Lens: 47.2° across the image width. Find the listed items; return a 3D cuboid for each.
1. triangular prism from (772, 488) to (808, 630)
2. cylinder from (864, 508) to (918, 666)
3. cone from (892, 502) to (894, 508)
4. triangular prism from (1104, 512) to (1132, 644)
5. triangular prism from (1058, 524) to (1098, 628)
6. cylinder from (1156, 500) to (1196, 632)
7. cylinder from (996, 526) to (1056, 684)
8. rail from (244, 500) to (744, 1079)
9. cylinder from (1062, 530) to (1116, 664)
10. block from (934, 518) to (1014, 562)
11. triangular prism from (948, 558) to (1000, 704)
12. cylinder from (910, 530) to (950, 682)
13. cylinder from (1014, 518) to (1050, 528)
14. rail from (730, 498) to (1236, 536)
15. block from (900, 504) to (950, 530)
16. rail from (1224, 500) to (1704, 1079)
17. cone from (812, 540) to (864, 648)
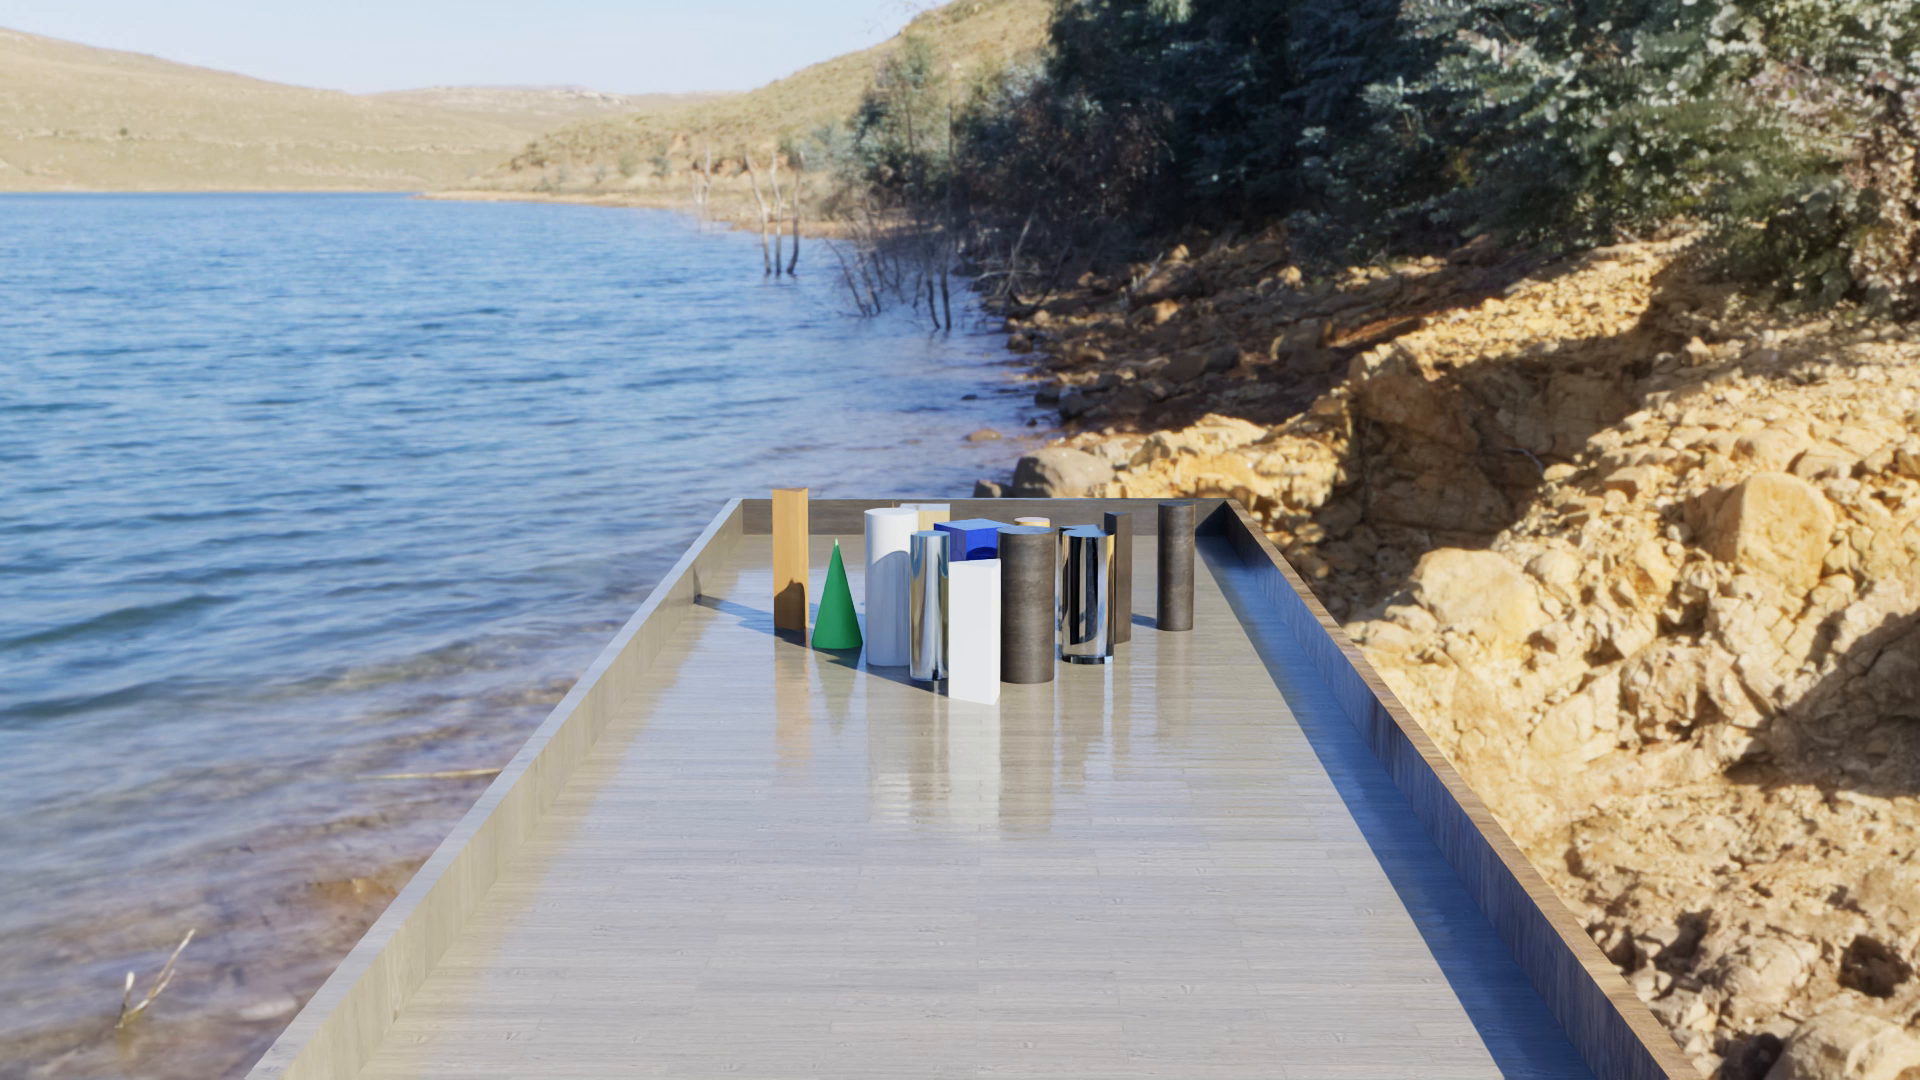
[{"bbox_3d":[-0.532,0.058,7.190,0.119,0.454,0.103,7,11,37],"label":"triangular prism"},{"bbox_3d":[-0.206,0.141,6.660,0.163,0.458,0.163,0,9,0],"label":"cylinder"},{"bbox_3d":[-0.218,0.077,7.181,0.159,0.419,0.159,0,9,0],"label":"cone"},{"bbox_3d":[0.486,0.118,6.957,0.076,0.410,0.088,7,12,39],"label":"triangular prism"},{"bbox_3d":[0.415,0.121,7.179,0.143,0.334,0.124,7,11,38],"label":"triangular prism"},{"bbox_3d":[0.702,0.085,7.162,0.121,0.411,0.121,0,9,0],"label":"cylinder"},{"bbox_3d":[0.192,0.187,6.423,0.172,0.440,0.172,0,9,0],"label":"cylinder"},{"bbox_3d":[-1.004,0.839,3.234,0.050,0.150,12.000,0,9,1],"label":"rail"},{"bbox_3d":[0.390,0.171,6.682,0.158,0.390,0.158,0,9,0],"label":"cylinder"},{"bbox_3d":[0.043,0.158,6.683,0.178,0.416,0.178,-6,11,-34],"label":"block"},{"bbox_3d":[0.070,0.252,6.184,0.154,0.386,0.134,7,11,37],"label":"triangular prism"},{"bbox_3d":[-0.088,0.192,6.437,0.117,0.427,0.117,0,9,0],"label":"cylinder"},{"bbox_3d":[0.226,0.131,6.924,0.110,0.394,0.110,0,9,0],"label":"cylinder"},{"bbox_3d":[0.099,-0.098,9.147,2.100,0.150,0.050,0,9,1],"label":"rail"},{"bbox_3d":[-0.110,0.112,6.919,0.156,0.434,0.156,0,9,1],"label":"block"},{"bbox_3d":[1.046,0.843,3.208,0.050,0.150,12.000,0,9,1],"label":"rail"},{"bbox_3d":[-0.388,0.159,6.924,0.166,0.339,0.166,0,9,0],"label":"cone"}]
